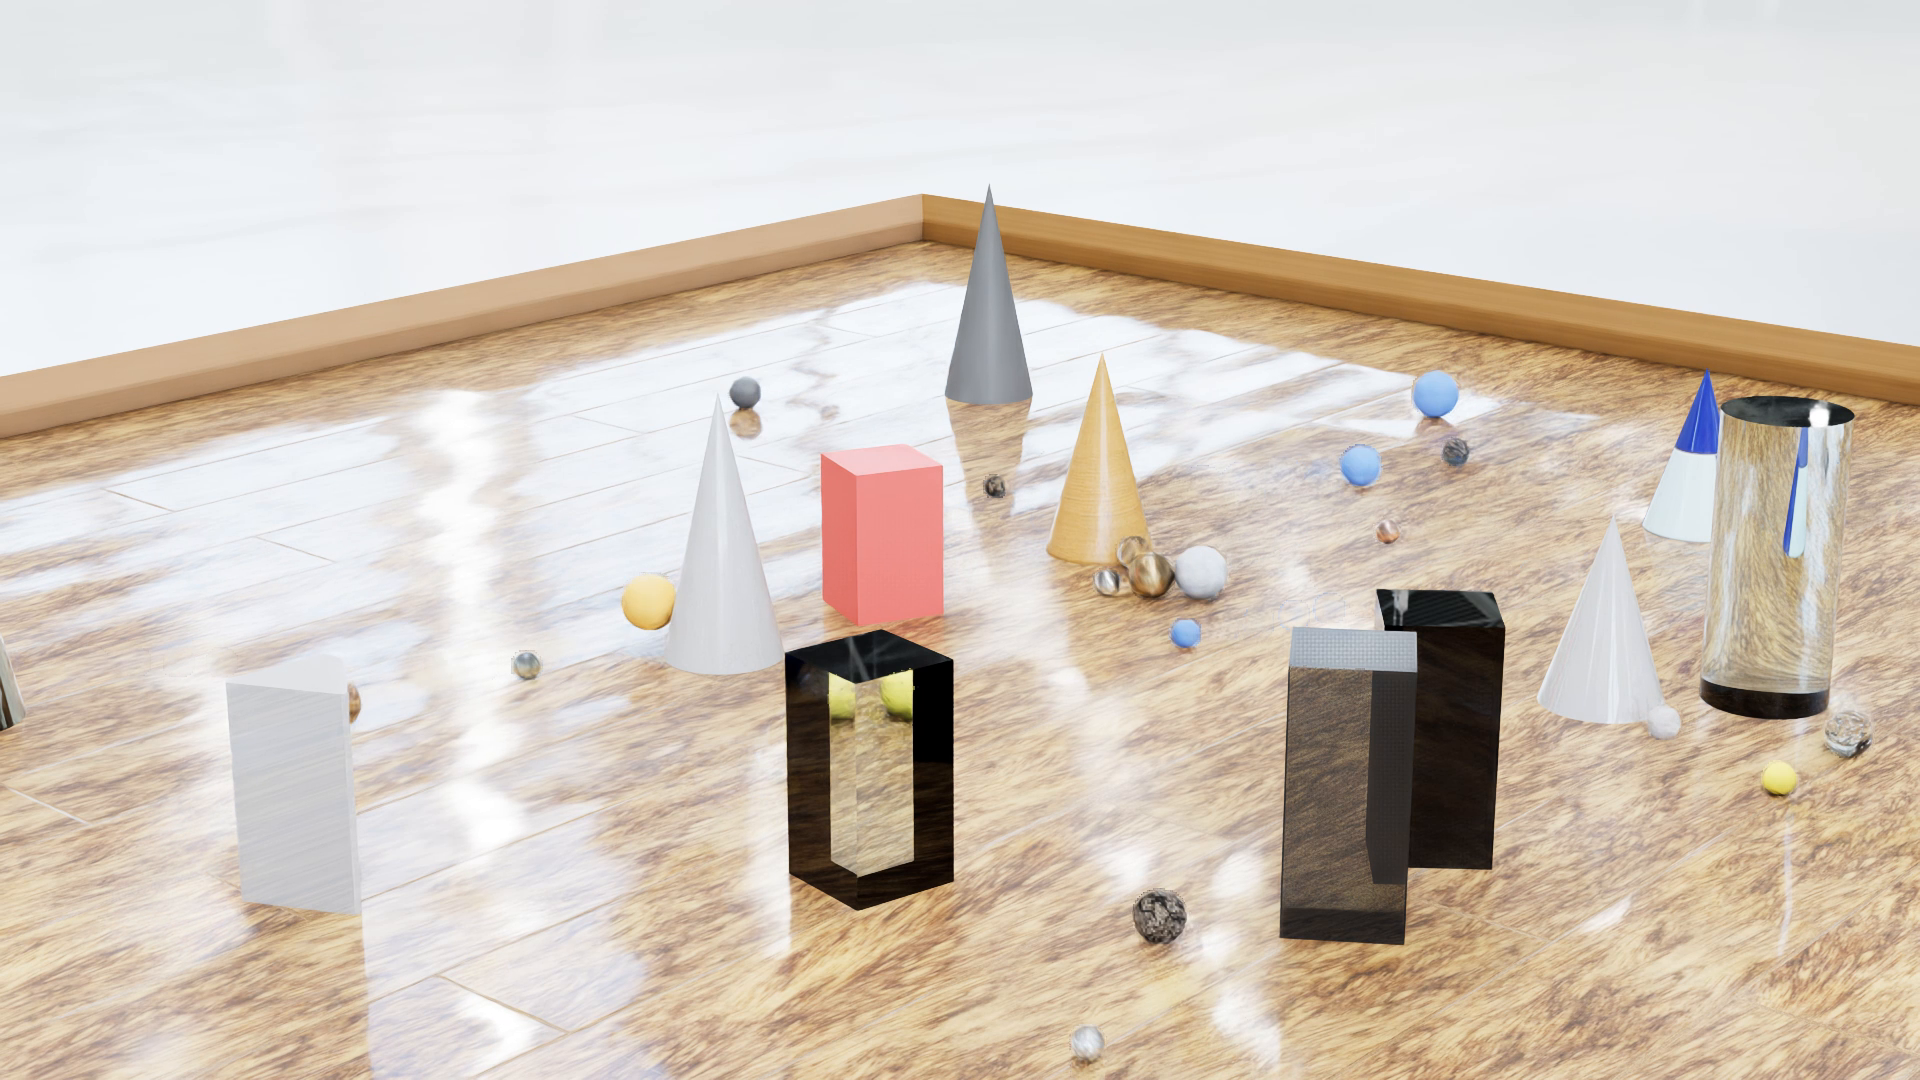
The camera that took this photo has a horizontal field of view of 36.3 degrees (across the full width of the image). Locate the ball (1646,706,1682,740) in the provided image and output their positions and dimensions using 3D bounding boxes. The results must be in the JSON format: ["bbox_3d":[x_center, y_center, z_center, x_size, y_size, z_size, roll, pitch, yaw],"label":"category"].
[{"bbox_3d":[1.068,0.277,4.448,0.051,0.051,0.051,0,17,0],"label":"ball"}]

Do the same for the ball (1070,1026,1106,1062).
[{"bbox_3d":[0.149,0.589,3.428,0.041,0.041,0.041,0,17,0],"label":"ball"}]

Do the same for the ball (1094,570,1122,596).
[{"bbox_3d":[0.258,0.075,5.125,0.047,0.047,0.047,0,17,0],"label":"ball"}]

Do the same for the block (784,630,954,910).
[{"bbox_3d":[-0.120,0.303,3.901,0.159,0.315,0.159,-13,21,-36],"label":"block"}]

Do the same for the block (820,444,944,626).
[{"bbox_3d":[-0.134,-0.011,5.032,0.159,0.265,0.159,-8,18,-24],"label":"block"}]

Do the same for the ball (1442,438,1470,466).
[{"bbox_3d":[1.006,-0.178,5.949,0.056,0.056,0.056,0,17,0],"label":"ball"}]

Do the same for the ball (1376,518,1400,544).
[{"bbox_3d":[0.792,-0.016,5.428,0.046,0.046,0.046,0,17,0],"label":"ball"}]

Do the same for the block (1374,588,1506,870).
[{"bbox_3d":[0.646,0.257,4.002,0.159,0.346,0.159,1,17,4],"label":"block"}]

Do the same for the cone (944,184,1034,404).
[{"bbox_3d":[0.064,-0.554,6.469,0.199,0.476,0.199,0,17,0],"label":"cone"}]

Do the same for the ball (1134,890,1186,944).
[{"bbox_3d":[0.255,0.481,3.740,0.067,0.067,0.067,0,17,0],"label":"ball"}]

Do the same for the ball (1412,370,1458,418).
[{"bbox_3d":[1.027,-0.315,6.329,0.099,0.099,0.099,0,17,0],"label":"ball"}]

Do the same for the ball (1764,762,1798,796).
[{"bbox_3d":[1.183,0.344,4.230,0.047,0.047,0.047,0,17,0],"label":"ball"}]

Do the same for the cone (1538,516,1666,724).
[{"bbox_3d":[1.008,0.107,4.567,0.199,0.307,0.199,0,17,0],"label":"cone"}]

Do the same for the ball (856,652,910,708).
[{"bbox_3d":[-0.120,0.219,4.580,0.086,0.086,0.086,0,17,0],"label":"ball"}]

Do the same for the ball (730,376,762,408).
[{"bbox_3d":[-0.468,-0.322,6.400,0.071,0.071,0.071,0,17,0],"label":"ball"}]

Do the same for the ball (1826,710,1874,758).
[{"bbox_3d":[1.327,0.289,4.374,0.069,0.069,0.069,0,17,0],"label":"ball"}]

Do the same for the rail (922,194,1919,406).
[{"bbox_3d":[1.559,-0.486,6.839,4.455,0.129,0.045,14,22,39],"label":"rail"}]

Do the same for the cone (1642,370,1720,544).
[{"bbox_3d":[1.388,-0.172,5.486,0.199,0.311,0.199,0,17,0],"label":"cone"}]

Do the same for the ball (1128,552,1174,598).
[{"bbox_3d":[0.333,0.062,5.109,0.081,0.081,0.081,0,17,0],"label":"ball"}]

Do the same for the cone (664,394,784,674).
[{"bbox_3d":[-0.388,-0.026,4.763,0.199,0.448,0.199,0,17,0],"label":"cone"}]

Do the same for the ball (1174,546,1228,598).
[{"bbox_3d":[0.420,0.056,5.107,0.093,0.093,0.093,0,17,0],"label":"ball"}]

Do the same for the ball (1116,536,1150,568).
[{"bbox_3d":[0.312,0.022,5.277,0.061,0.061,0.061,0,17,0],"label":"ball"}]

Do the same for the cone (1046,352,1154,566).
[{"bbox_3d":[0.257,-0.163,5.340,0.199,0.377,0.199,0,17,0],"label":"cone"}]

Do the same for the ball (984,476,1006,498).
[{"bbox_3d":[0.069,-0.104,5.726,0.042,0.042,0.042,0,17,0],"label":"ball"}]

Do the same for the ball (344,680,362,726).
[{"bbox_3d":[-0.954,0.251,4.490,0.076,0.076,0.076,0,17,0],"label":"ball"}]

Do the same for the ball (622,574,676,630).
[{"bbox_3d":[-0.512,0.102,4.844,0.094,0.094,0.094,0,17,0],"label":"ball"}]

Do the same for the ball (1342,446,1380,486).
[{"bbox_3d":[0.794,-0.146,5.807,0.077,0.077,0.077,0,17,0],"label":"ball"}]

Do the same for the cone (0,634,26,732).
[{"bbox_3d":[-1.548,0.039,4.466,0.199,0.496,0.199,0,17,0],"label":"cone"}]

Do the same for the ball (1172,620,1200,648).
[{"bbox_3d":[0.374,0.155,4.859,0.047,0.047,0.047,0,17,0],"label":"ball"}]

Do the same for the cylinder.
[{"bbox_3d":[1.268,0.026,4.560,0.199,0.466,0.199,0,17,0],"label":"cylinder"}]

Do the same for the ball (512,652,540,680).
[{"bbox_3d":[-0.695,0.202,4.708,0.044,0.044,0.044,0,17,0],"label":"ball"}]

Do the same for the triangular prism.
[{"bbox_3d":[-0.847,0.315,3.878,0.172,0.306,0.149,5,17,16],"label":"triangular prism"}]

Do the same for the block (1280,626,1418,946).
[{"bbox_3d":[0.499,0.315,3.771,0.159,0.369,0.159,2,17,8],"label":"block"}]

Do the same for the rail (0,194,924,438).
[{"bbox_3d":[-1.664,-0.384,6.503,0.045,0.129,4.804,14,22,39],"label":"rail"}]
